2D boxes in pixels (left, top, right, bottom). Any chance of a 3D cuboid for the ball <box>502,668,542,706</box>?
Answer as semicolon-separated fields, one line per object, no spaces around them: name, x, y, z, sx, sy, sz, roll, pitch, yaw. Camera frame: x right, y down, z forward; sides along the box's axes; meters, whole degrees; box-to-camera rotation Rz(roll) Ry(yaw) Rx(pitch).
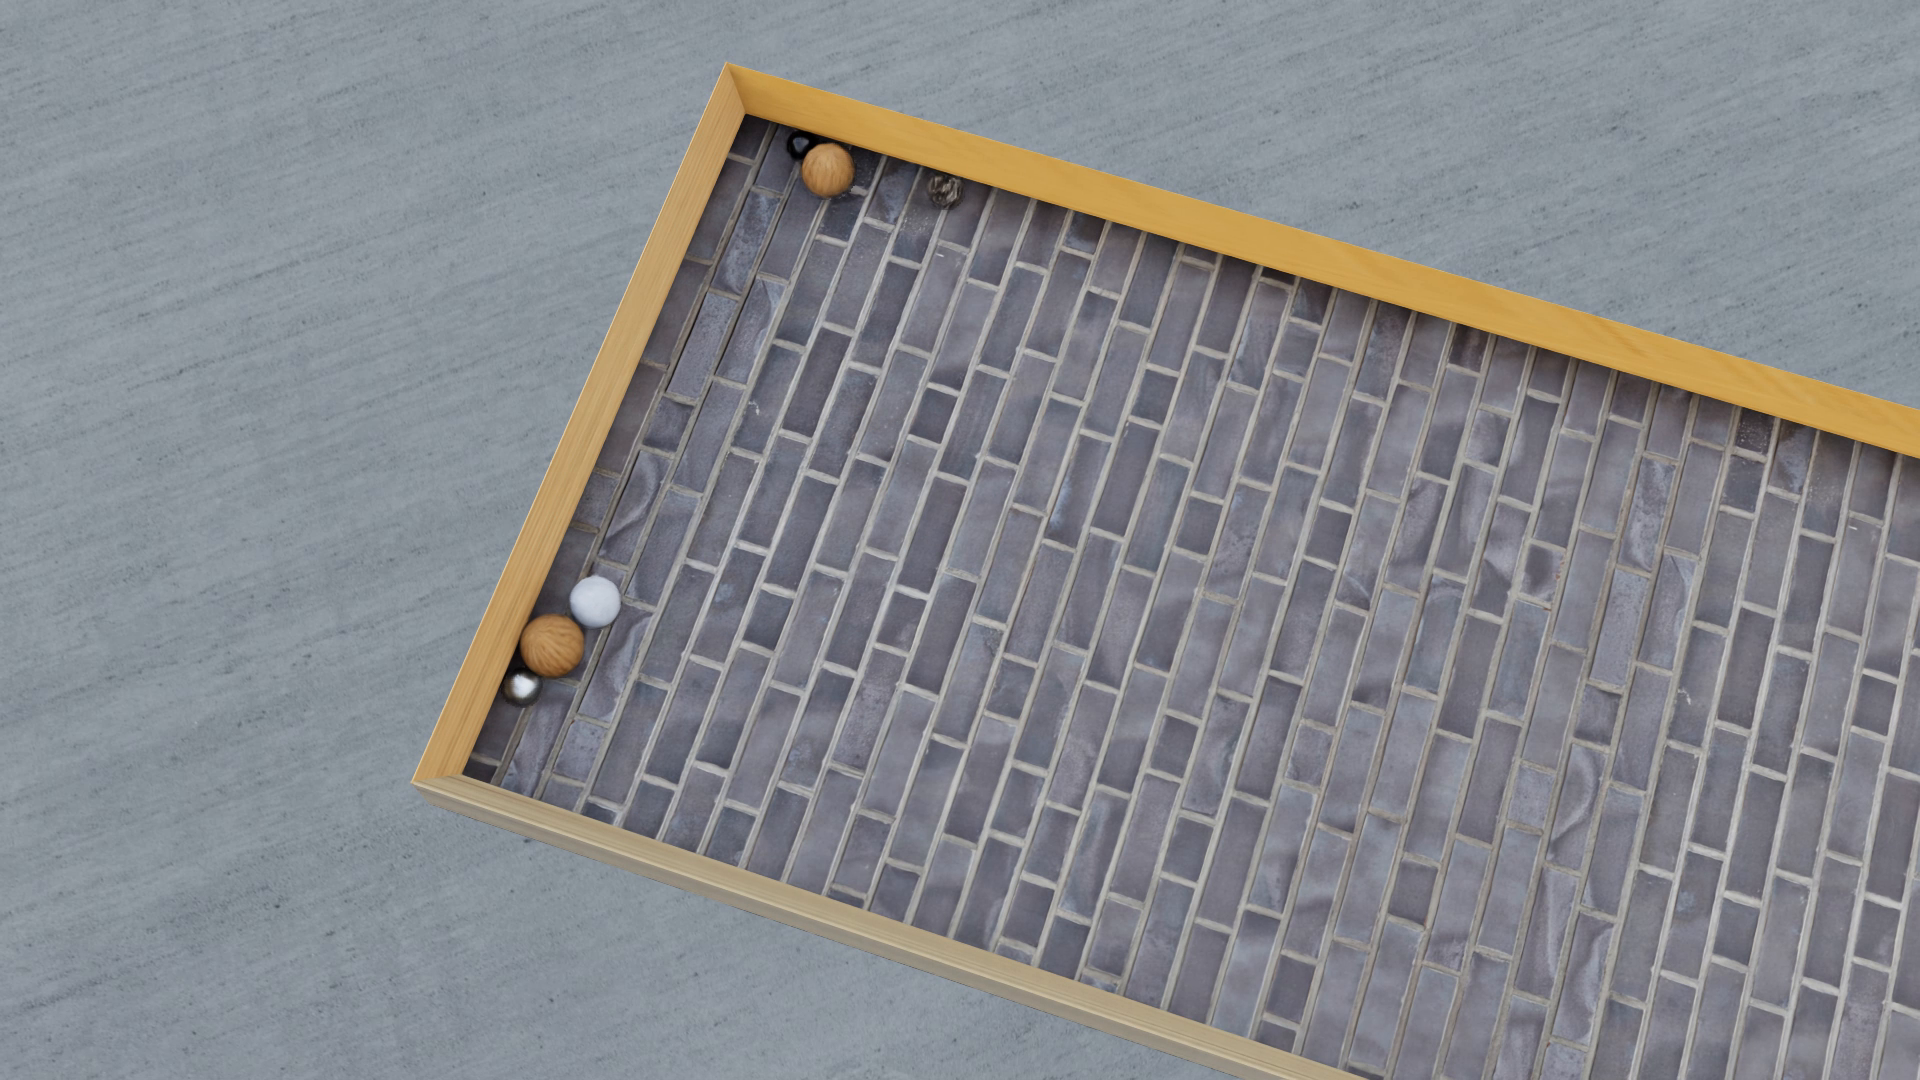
ball;-0.674;0.226;3.383;0.058;0.058;0.058;0;69;0

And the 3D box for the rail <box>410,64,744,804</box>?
rail;-0.576;-0.191;3.504;0.045;0.128;1.304;17;70;7

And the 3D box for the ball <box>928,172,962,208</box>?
ball;-0.025;-0.588;3.693;0.060;0.060;0.060;0;69;0

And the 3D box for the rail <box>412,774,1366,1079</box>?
rail;0.398;0.734;3.150;2.527;0.128;0.045;17;70;7

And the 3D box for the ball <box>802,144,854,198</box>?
ball;-0.221;-0.621;3.690;0.090;0.090;0.090;0;69;0

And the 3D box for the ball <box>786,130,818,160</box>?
ball;-0.267;-0.670;3.728;0.053;0.053;0.053;0;69;0

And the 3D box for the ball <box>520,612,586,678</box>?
ball;-0.627;0.162;3.386;0.099;0.099;0.099;0;69;0

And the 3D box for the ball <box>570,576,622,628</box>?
ball;-0.567;0.096;3.421;0.080;0.080;0.080;0;69;0

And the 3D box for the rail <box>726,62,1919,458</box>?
rail;0.799;-0.379;3.576;2.527;0.128;0.045;17;70;7
